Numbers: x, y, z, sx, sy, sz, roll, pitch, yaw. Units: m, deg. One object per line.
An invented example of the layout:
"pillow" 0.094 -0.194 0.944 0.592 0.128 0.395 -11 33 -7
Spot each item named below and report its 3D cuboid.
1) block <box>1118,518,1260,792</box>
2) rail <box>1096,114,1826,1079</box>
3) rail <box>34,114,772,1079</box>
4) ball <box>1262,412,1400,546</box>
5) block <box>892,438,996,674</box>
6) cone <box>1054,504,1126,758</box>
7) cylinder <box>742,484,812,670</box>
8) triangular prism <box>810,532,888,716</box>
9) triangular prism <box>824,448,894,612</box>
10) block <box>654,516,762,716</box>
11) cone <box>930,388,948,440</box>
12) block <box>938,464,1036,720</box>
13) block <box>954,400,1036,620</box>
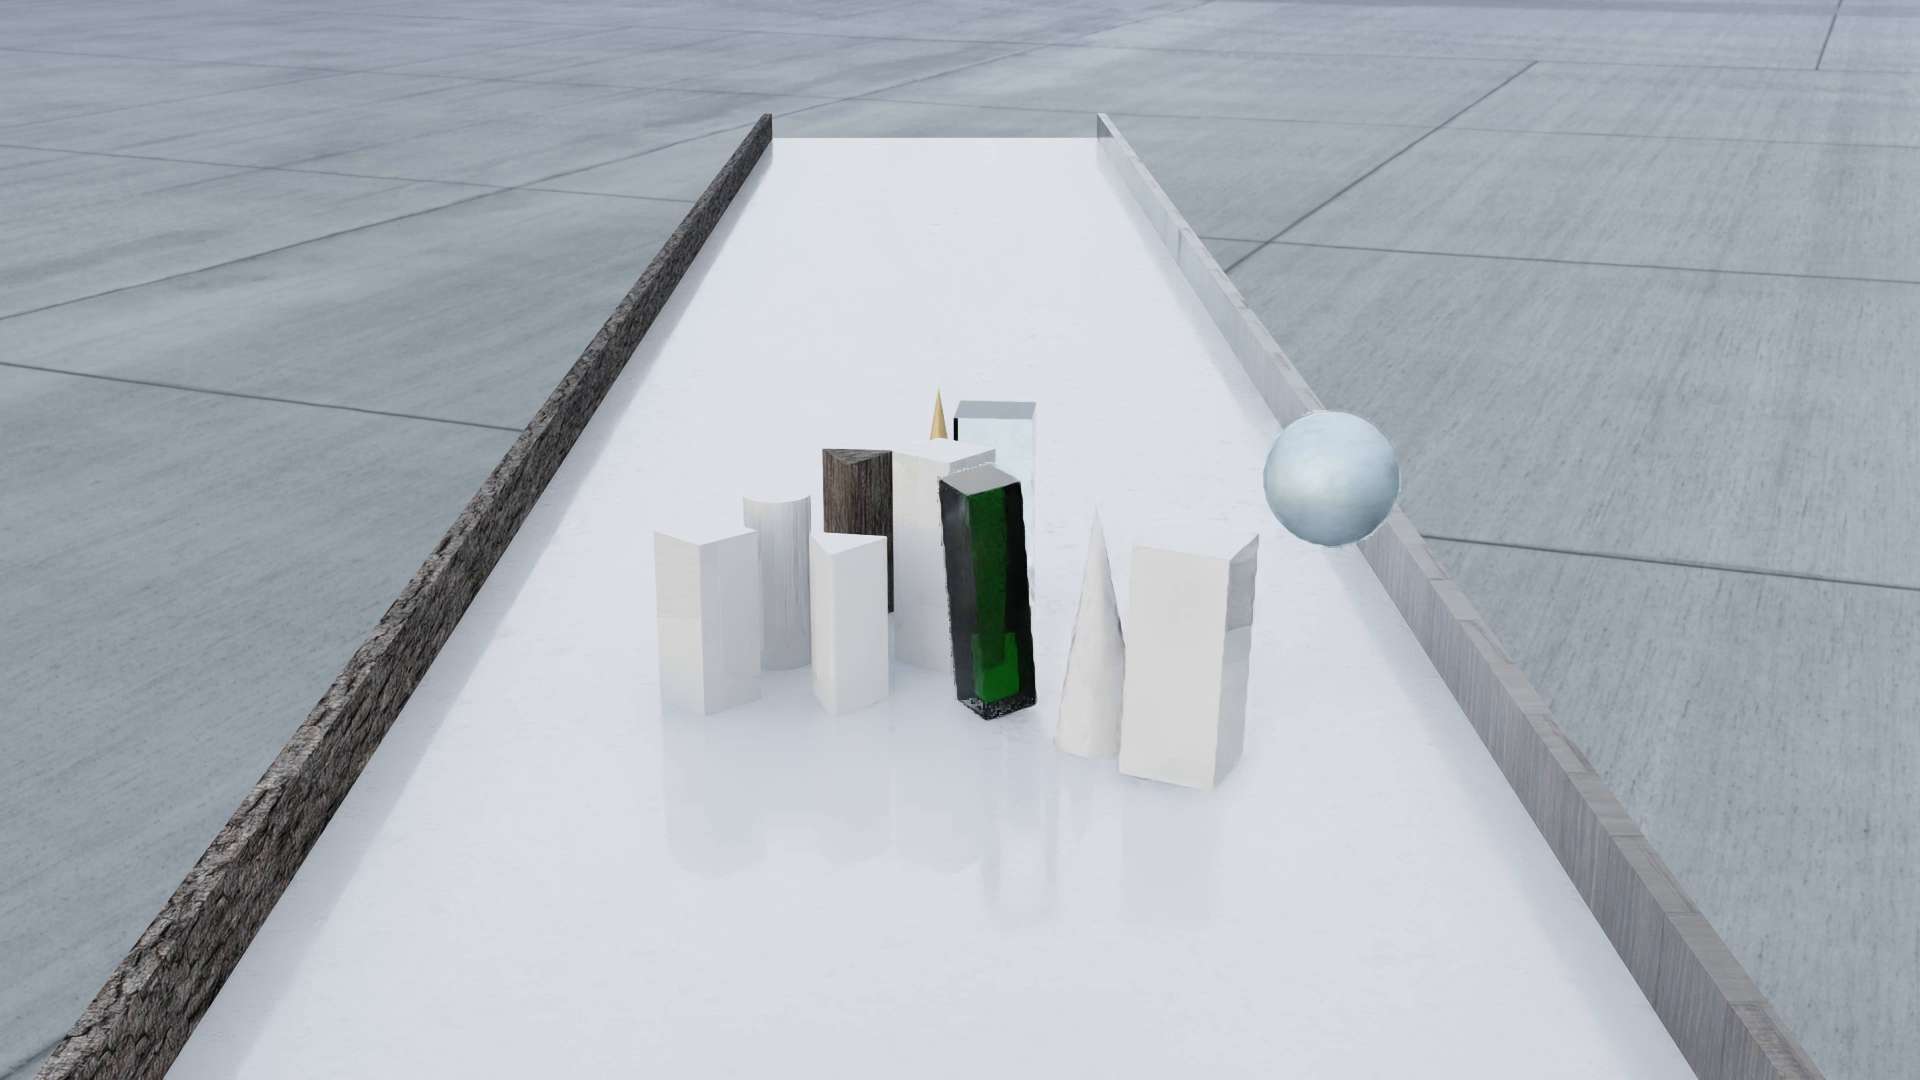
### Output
"block" 0.397 0.197 3.818 0.172 0.419 0.172 9 19 22
"rail" 0.932 -0.844 7.801 0.050 0.150 12.000 0 17 -1
"rail" -1.118 -0.838 7.780 0.050 0.150 12.000 0 17 -1
"ball" 0.678 -0.112 4.020 0.246 0.246 0.246 0 17 0
"block" -0.031 0.030 4.367 0.143 0.432 0.143 13 21 37
"cone" 0.246 0.149 3.925 0.166 0.451 0.166 -2 18 0
"cylinder" -0.361 0.074 4.373 0.134 0.345 0.134 0 17 0
"triangular prism" -0.235 0.150 4.163 0.129 0.318 0.149 14 22 40
"triangular prism" -0.237 -0.012 4.648 0.127 0.354 0.147 12 20 34
"block" -0.476 0.143 4.158 0.137 0.335 0.137 -16 23 -42
"cone" -0.047 -0.122 4.855 0.152 0.446 0.152 0 17 0
"block" 0.053 0.099 4.076 0.111 0.452 0.111 -16 25 -25
"block" 0.074 -0.057 4.636 0.162 0.446 0.162 1 17 5
